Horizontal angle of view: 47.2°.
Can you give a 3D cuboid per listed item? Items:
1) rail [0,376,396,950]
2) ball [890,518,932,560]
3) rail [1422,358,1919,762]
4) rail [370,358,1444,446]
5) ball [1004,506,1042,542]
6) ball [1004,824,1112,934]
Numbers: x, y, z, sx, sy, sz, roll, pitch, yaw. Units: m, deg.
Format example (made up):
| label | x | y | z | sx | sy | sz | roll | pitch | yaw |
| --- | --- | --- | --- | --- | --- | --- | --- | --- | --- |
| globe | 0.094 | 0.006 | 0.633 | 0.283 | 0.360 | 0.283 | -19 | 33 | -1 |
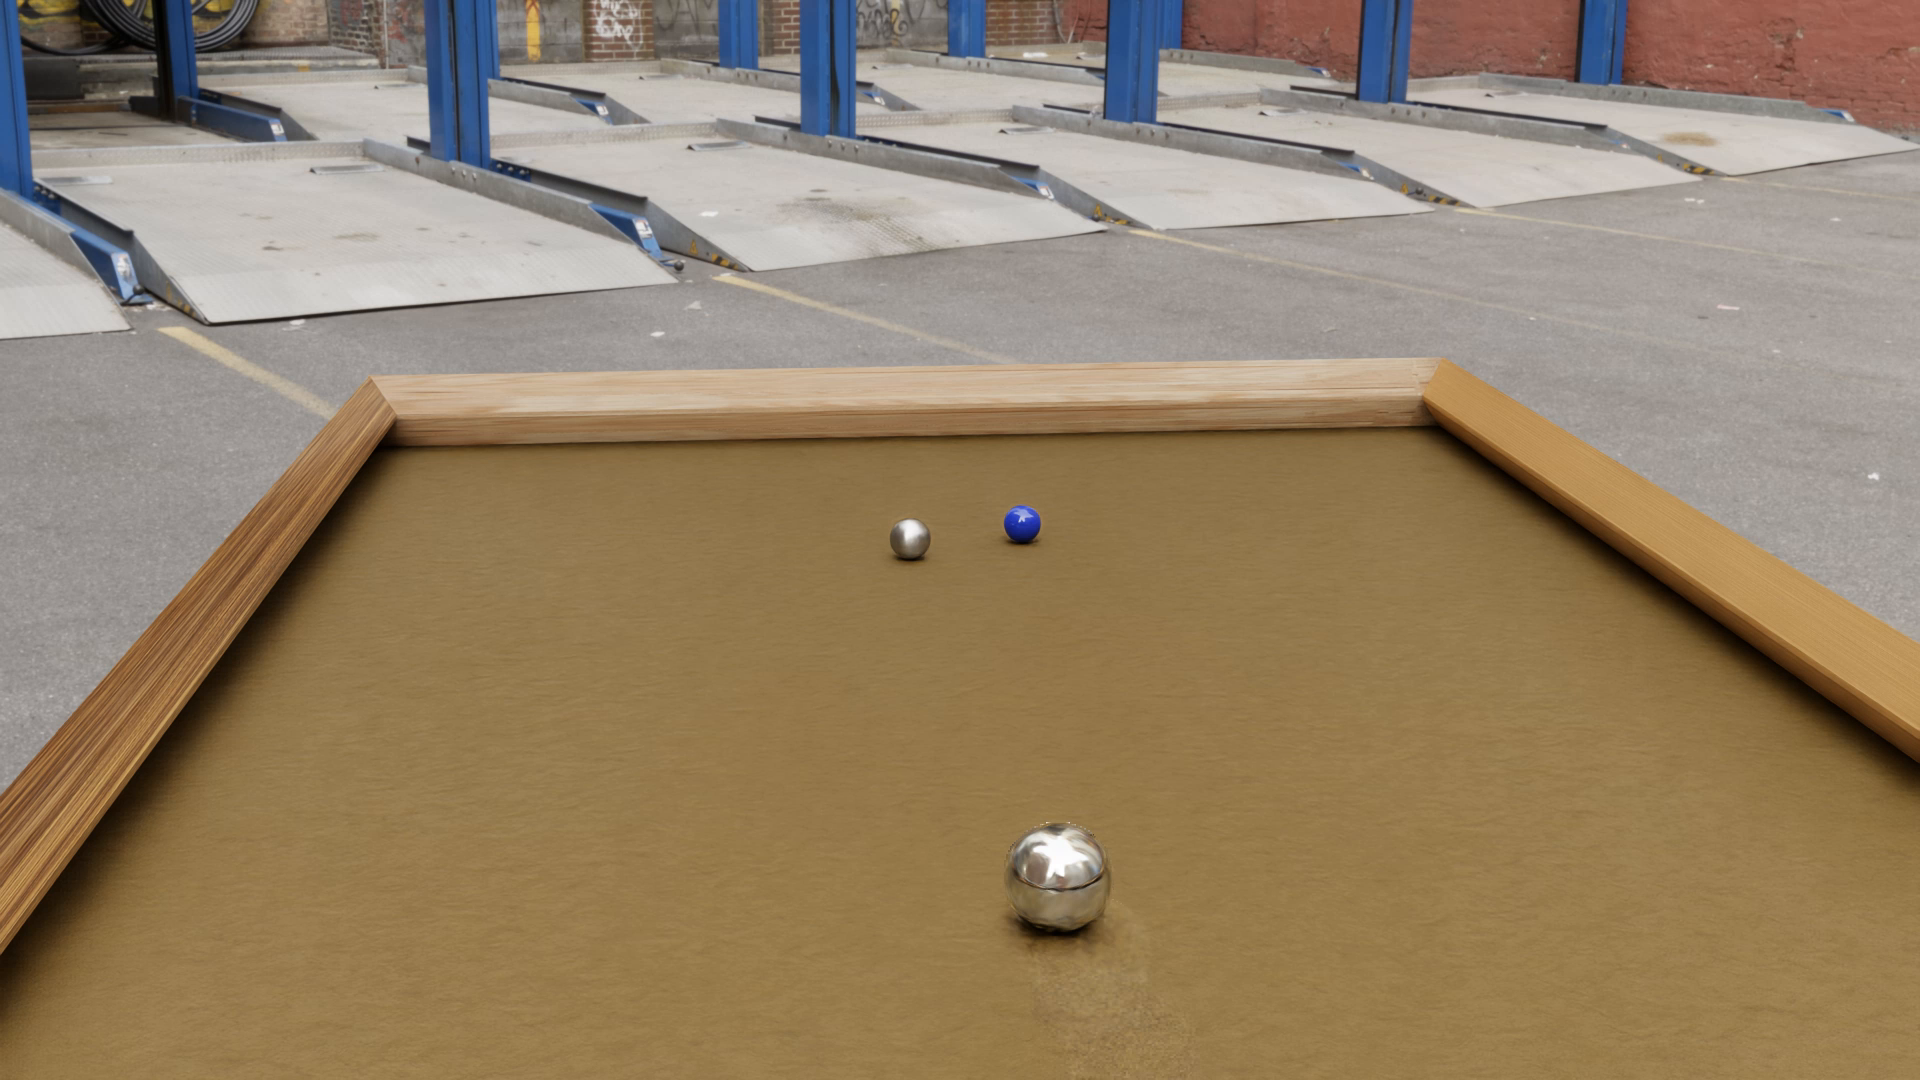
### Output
| label | x | y | z | sx | sy | sz | roll | pitch | yaw |
| --- | --- | --- | --- | --- | --- | --- | --- | --- | --- |
| rail | -0.736 | 0.176 | 1.956 | 0.045 | 0.108 | 2.833 | -1 | 15 | -5 |
| ball | -0.061 | -0.002 | 2.718 | 0.051 | 0.051 | 0.051 | 0 | 15 | 0 |
| rail | 0.865 | 0.137 | 2.098 | 0.045 | 0.108 | 2.833 | -1 | 15 | -5 |
| rail | -0.063 | -0.208 | 3.365 | 1.655 | 0.108 | 0.045 | -1 | 15 | -5 |
| ball | 0.079 | -0.020 | 2.794 | 0.048 | 0.048 | 0.048 | 0 | 15 | 0 |
| ball | 0.075 | 0.261 | 1.695 | 0.083 | 0.083 | 0.083 | 0 | 15 | 0 |
